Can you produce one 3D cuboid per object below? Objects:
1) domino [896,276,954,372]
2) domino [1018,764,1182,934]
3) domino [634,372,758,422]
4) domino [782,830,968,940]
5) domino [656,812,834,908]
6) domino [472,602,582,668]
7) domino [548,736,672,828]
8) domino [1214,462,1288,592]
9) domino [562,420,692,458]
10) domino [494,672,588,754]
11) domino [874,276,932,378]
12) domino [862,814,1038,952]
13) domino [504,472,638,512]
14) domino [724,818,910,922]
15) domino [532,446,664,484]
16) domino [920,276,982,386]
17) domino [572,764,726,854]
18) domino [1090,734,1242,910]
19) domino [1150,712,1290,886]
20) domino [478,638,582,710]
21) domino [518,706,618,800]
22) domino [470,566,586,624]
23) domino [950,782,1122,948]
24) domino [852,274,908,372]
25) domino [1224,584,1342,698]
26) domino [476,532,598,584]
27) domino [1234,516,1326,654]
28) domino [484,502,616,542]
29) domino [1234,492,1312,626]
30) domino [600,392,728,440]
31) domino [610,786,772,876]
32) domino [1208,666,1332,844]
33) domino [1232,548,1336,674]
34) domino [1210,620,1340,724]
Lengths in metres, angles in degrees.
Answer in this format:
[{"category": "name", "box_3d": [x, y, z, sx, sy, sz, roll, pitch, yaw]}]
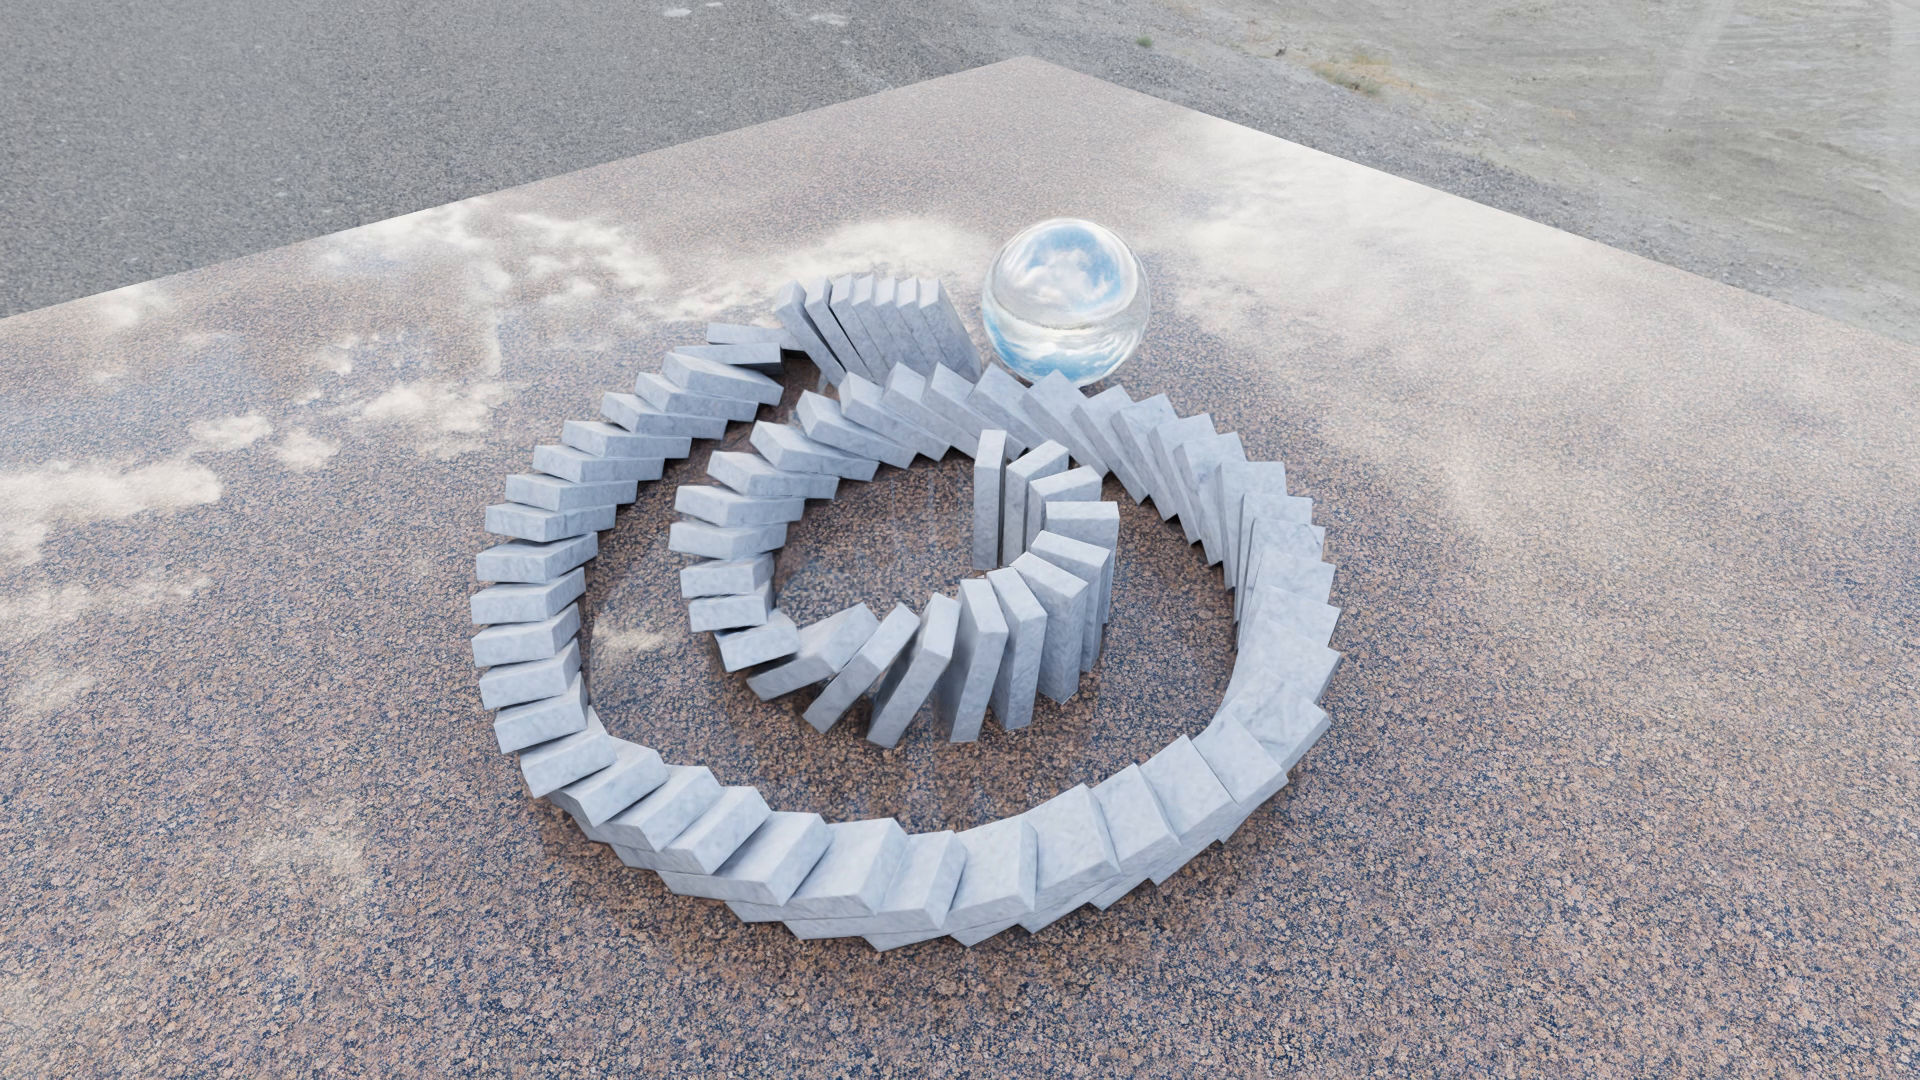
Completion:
[{"category": "domino", "box_3d": [-0.015, -0.100, 0.534, 0.009, 0.050, 0.025, -20, 37, 15]}, {"category": "domino", "box_3d": [0.036, 0.088, 0.316, 0.050, 0.010, 0.025, -34, 41, 10]}, {"category": "domino", "box_3d": [-0.120, -0.065, 0.504, 0.025, 0.010, 0.050, 32, 19, 34]}, {"category": "domino", "box_3d": [-0.024, 0.096, 0.306, 0.050, 0.010, 0.025, -16, 30, 31]}, {"category": "domino", "box_3d": [-0.062, 0.090, 0.314, 0.050, 0.009, 0.025, -10, 27, 40]}, {"category": "domino", "box_3d": [-0.150, 0.032, 0.384, 0.025, 0.010, 0.050, -7, 8, -9]}, {"category": "domino", "box_3d": [-0.109, 0.072, 0.333, 0.025, 0.010, 0.050, -32, 14, -31]}, {"category": "domino", "box_3d": [0.115, -0.005, 0.428, 0.025, 0.009, 0.050, 0, 74, -4]}, {"category": "domino", "box_3d": [-0.143, -0.043, 0.476, 0.025, 0.010, 0.050, 19, 12, 26]}, {"category": "domino", "box_3d": [-0.134, 0.055, 0.356, 0.025, 0.010, 0.050, -16, 8, -17]}, {"category": "domino", "box_3d": [-0.025, -0.100, 0.534, 0.010, 0.050, 0.025, -20, 37, 15]}, {"category": "domino", "box_3d": [-0.003, 0.096, 0.307, 0.050, 0.009, 0.025, -23, 33, 23]}, {"category": "domino", "box_3d": [-0.157, -0.021, 0.449, 0.025, 0.009, 0.050, 12, 10, 17]}, {"category": "domino", "box_3d": [-0.040, 0.093, 0.309, 0.050, 0.010, 0.025, -15, 31, 33]}, {"category": "domino", "box_3d": [-0.151, -0.032, 0.463, 0.025, 0.010, 0.050, 17, 11, 22]}, {"category": "domino", "box_3d": [-0.004, -0.100, 0.533, 0.009, 0.050, 0.025, -20, 37, 15]}, {"category": "domino", "box_3d": [-0.093, 0.078, 0.326, 0.050, 0.009, 0.025, -12, 23, 50]}, {"category": "domino", "box_3d": [0.054, 0.083, 0.323, 0.050, 0.010, 0.025, -38, 45, 5]}, {"category": "domino", "box_3d": [0.070, 0.077, 0.331, 0.050, 0.009, 0.025, -38, 46, 0]}, {"category": "domino", "box_3d": [-0.143, 0.044, 0.369, 0.025, 0.010, 0.050, -11, 7, -13]}, {"category": "domino", "box_3d": [-0.123, 0.065, 0.342, 0.025, 0.009, 0.050, -23, 10, -21]}, {"category": "domino", "box_3d": [-0.156, 0.020, 0.401, 0.025, 0.010, 0.050, -3, 9, -4]}, {"category": "domino", "box_3d": [0.019, 0.092, 0.311, 0.050, 0.009, 0.025, -31, 40, 14]}, {"category": "domino", "box_3d": [-0.036, -0.101, 0.536, 0.010, 0.050, 0.025, -20, 37, 15]}, {"category": "domino", "box_3d": [0.107, 0.043, 0.370, 0.025, 0.010, 0.050, 20, 77, 22]}, {"category": "domino", "box_3d": [-0.160, 0.006, 0.419, 0.025, 0.009, 0.050, 2, 11, 3]}, {"category": "domino", "box_3d": [0.116, 0.018, 0.399, 0.025, 0.009, 0.050, 9, 75, 8]}, {"category": "domino", "box_3d": [-0.161, -0.009, 0.435, 0.025, 0.009, 0.050, 10, 9, 12]}, {"category": "domino", "box_3d": [0.117, 0.008, 0.412, 0.025, 0.009, 0.050, 6, 74, 7]}, {"category": "domino", "box_3d": [-0.132, -0.055, 0.492, 0.025, 0.010, 0.050, 29, 18, 31]}, {"category": "domino", "box_3d": [-0.079, 0.084, 0.320, 0.050, 0.009, 0.025, -14, 22, 46]}, {"category": "domino", "box_3d": [0.088, 0.066, 0.343, 0.050, 0.010, 0.025, -47, 51, -3]}, {"category": "domino", "box_3d": [0.113, 0.030, 0.385, 0.025, 0.010, 0.050, 14, 75, 14]}, {"category": "domino", "box_3d": [0.100, 0.054, 0.357, 0.025, 0.010, 0.050, 27, 79, 27]}]
